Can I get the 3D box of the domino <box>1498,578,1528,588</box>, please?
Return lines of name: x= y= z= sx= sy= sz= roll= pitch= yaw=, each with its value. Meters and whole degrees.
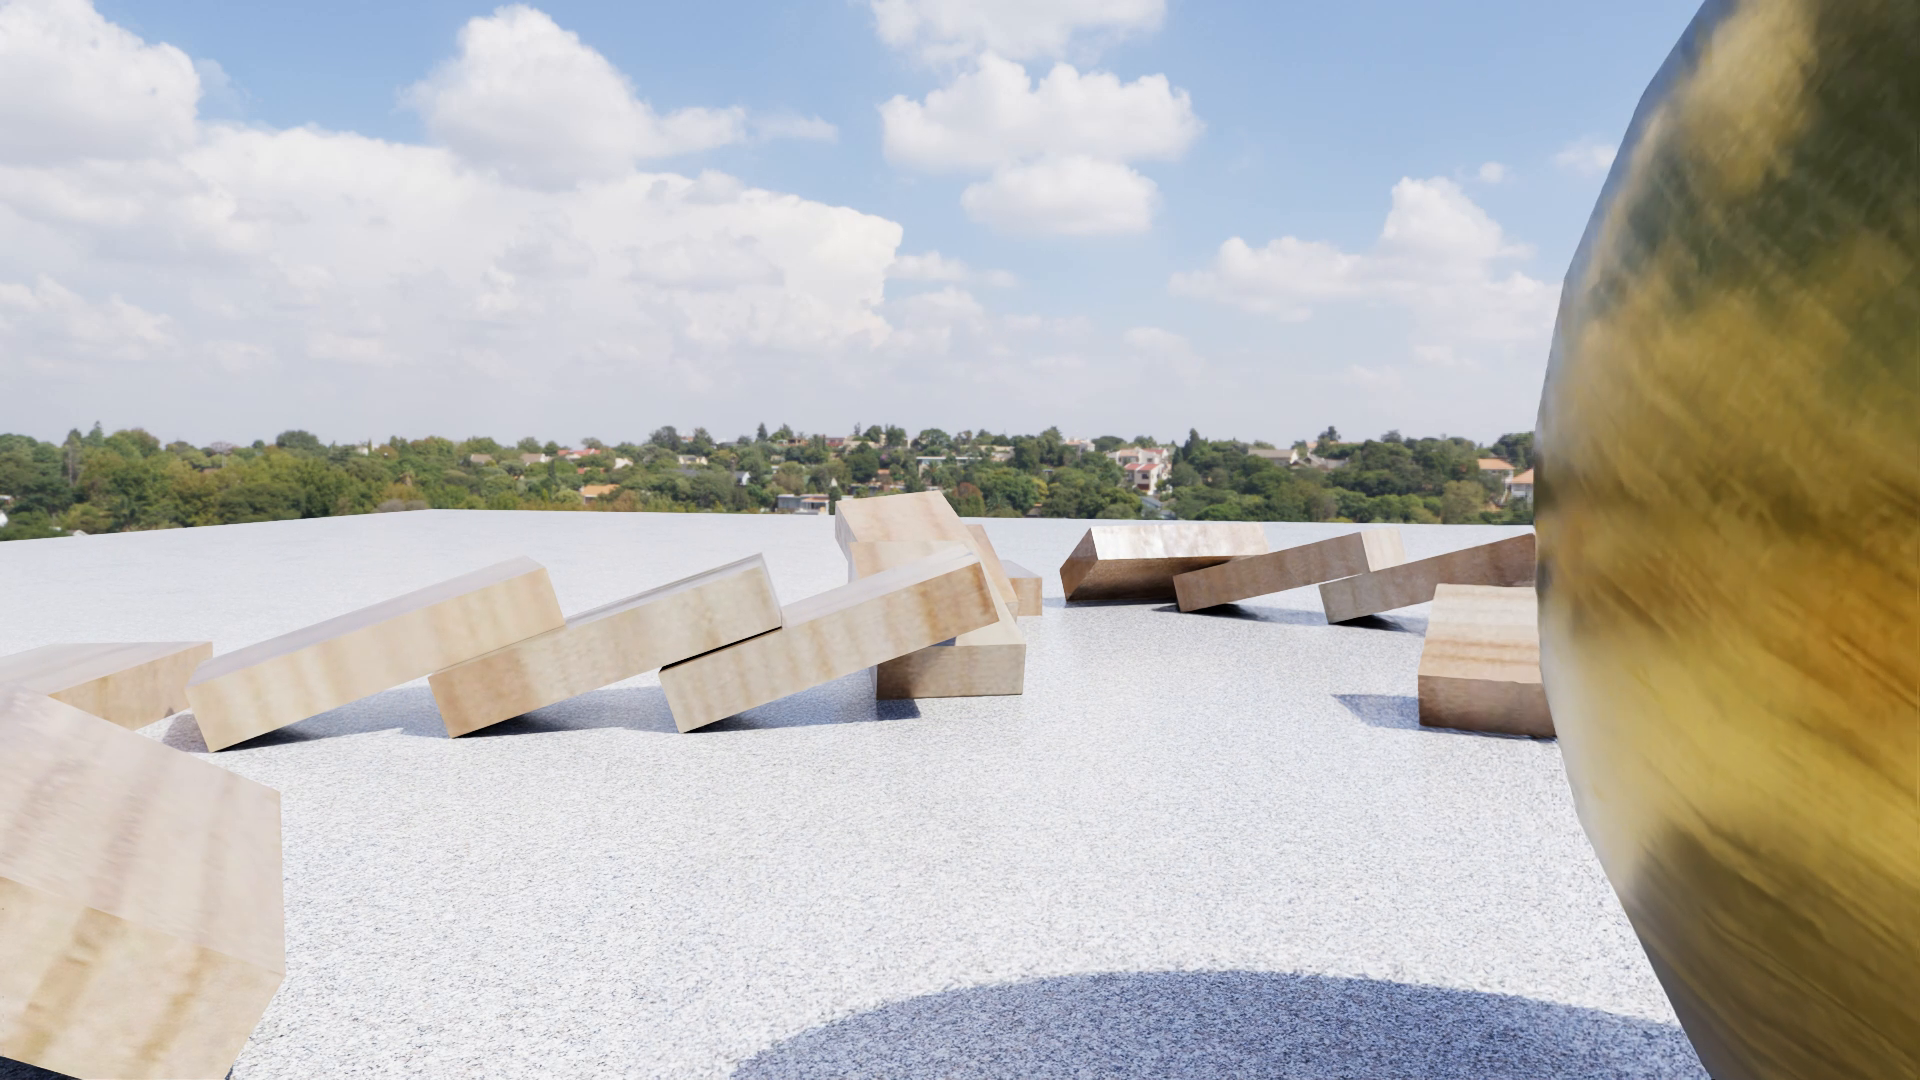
domino: x=0.132 y=0.011 z=0.269 sx=0.025 sy=0.009 sz=0.050 roll=-3 pitch=-11 yaw=-37

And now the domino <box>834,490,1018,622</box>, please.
domino: x=-0.009 y=0.006 z=0.278 sx=0.025 sy=0.009 sz=0.050 roll=-7 pitch=31 yaw=-19

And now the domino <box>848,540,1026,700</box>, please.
domino: x=-0.006 y=0.013 z=0.237 sx=0.025 sy=0.009 sz=0.050 roll=-1 pitch=20 yaw=-11

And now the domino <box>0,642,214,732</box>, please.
domino: x=-0.135 y=0.024 z=0.189 sx=0.025 sy=0.009 sz=0.050 roll=0 pitch=4 yaw=-6

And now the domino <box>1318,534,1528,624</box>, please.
domino: x=0.113 y=0.008 z=0.298 sx=0.050 sy=0.009 sz=0.025 roll=-18 pitch=-8 yaw=38

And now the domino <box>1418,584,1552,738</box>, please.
domino: x=0.096 y=0.018 z=0.190 sx=0.050 sy=0.009 sz=0.025 roll=2 pitch=32 yaw=26

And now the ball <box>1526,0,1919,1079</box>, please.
ball: x=0.062 y=-0.001 z=0.040 sx=0.080 sy=0.080 sz=0.080 roll=0 pitch=4 yaw=0

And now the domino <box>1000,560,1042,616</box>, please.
domino: x=0.005 y=0.012 z=0.341 sx=0.025 sy=0.010 sz=0.050 roll=-1 pitch=4 yaw=-7

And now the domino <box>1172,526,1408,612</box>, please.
domino: x=0.081 y=0.007 z=0.318 sx=0.050 sy=0.009 sz=0.025 roll=-16 pitch=-7 yaw=38

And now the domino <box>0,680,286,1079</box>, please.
domino: x=-0.067 y=0.025 z=0.099 sx=0.025 sy=0.009 sz=0.050 roll=33 pitch=-12 yaw=-26

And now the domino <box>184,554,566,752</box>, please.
domino: x=-0.088 y=0.016 z=0.197 sx=0.050 sy=0.009 sz=0.025 roll=-21 pitch=12 yaw=-23

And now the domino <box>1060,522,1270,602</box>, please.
domino: x=0.055 y=0.006 z=0.346 sx=0.050 sy=0.010 sz=0.025 roll=-1 pitch=-27 yaw=-18

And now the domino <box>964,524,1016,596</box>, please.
domino: x=-0.004 y=0.009 z=0.302 sx=0.025 sy=0.010 sz=0.050 roll=-1 pitch=19 yaw=-8

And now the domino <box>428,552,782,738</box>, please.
domino: x=-0.053 y=0.015 z=0.200 sx=0.050 sy=0.009 sz=0.025 roll=-19 pitch=7 yaw=-6

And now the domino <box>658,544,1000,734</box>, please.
domino: x=-0.020 y=0.015 z=0.202 sx=0.050 sy=0.009 sz=0.025 roll=-19 pitch=7 yaw=-4
